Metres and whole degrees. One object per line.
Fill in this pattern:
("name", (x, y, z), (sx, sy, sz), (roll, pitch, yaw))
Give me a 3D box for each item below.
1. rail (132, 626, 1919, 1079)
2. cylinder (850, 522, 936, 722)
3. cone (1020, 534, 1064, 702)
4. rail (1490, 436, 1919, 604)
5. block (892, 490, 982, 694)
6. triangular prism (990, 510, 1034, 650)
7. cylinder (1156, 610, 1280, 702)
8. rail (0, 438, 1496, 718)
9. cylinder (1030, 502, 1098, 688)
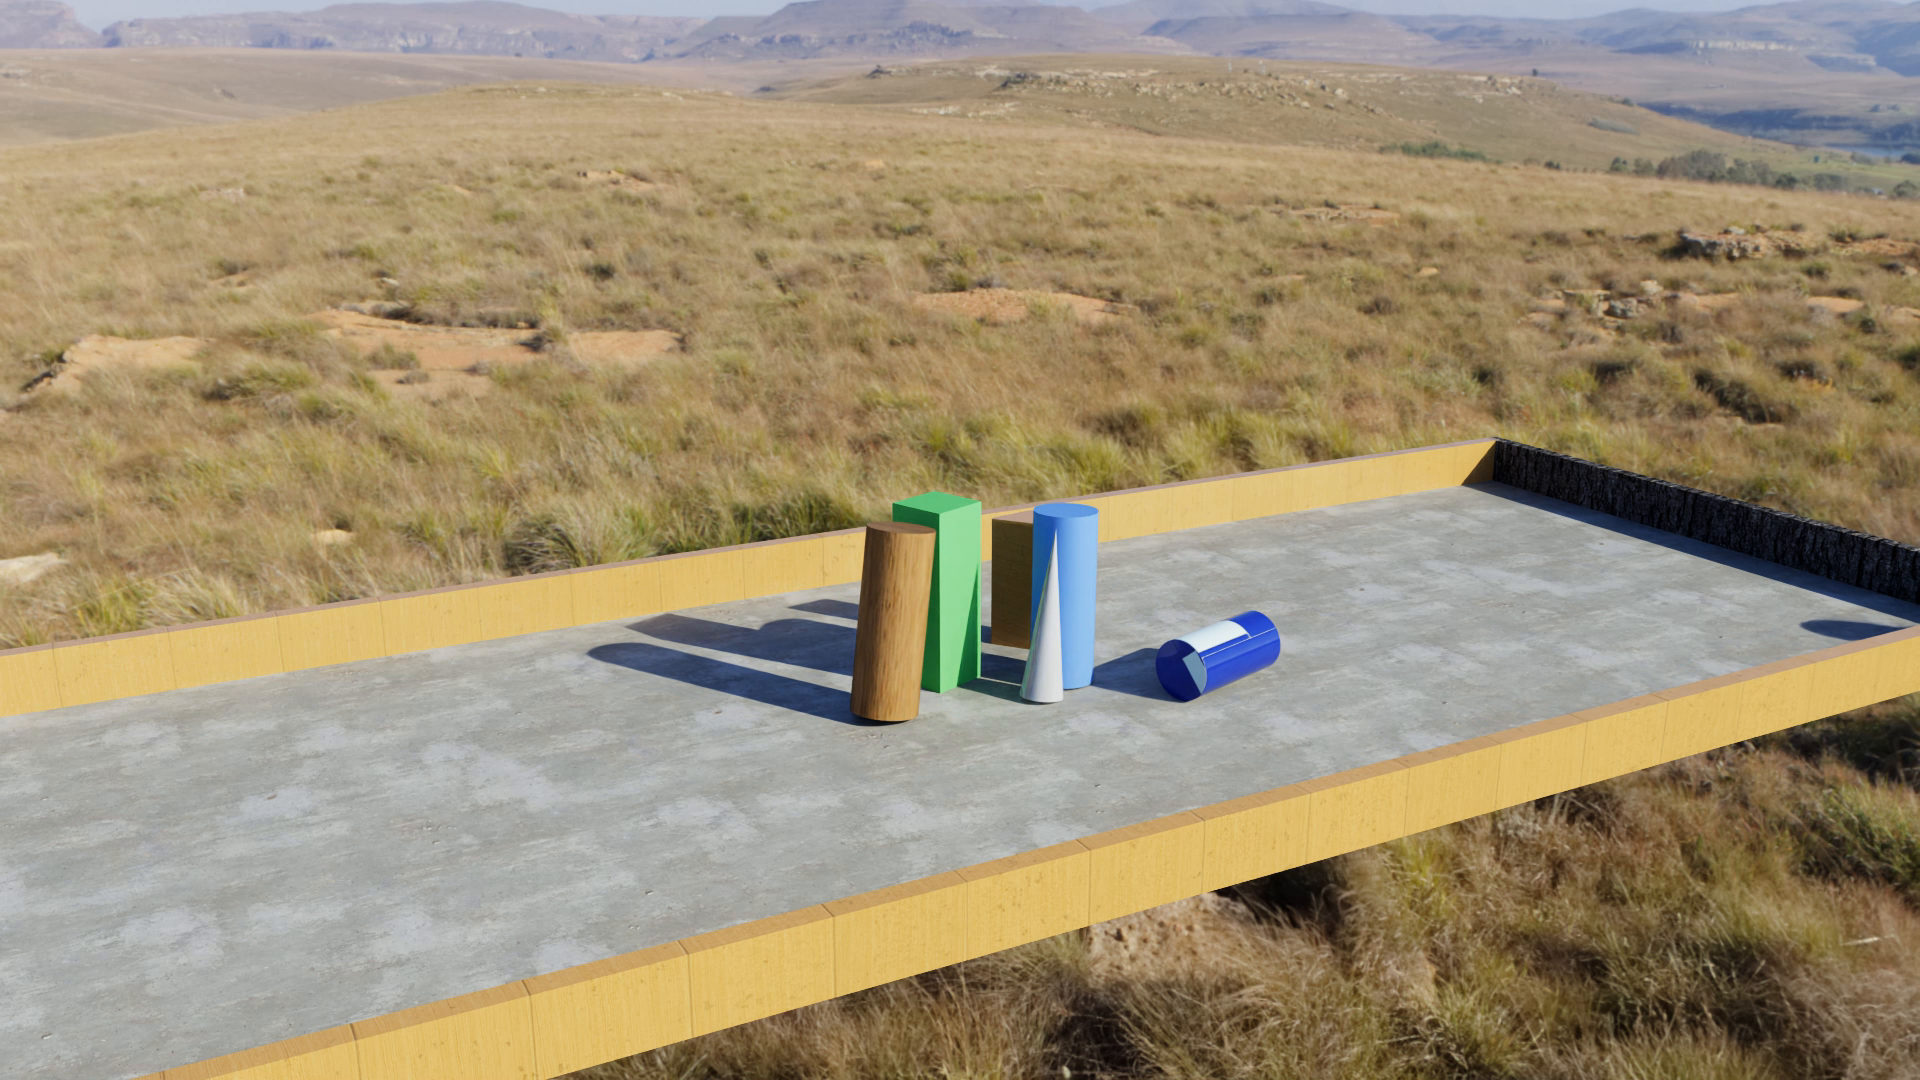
("rail", (-2.336, 1.006, 1.665), (12.000, 0.150, 0.050), (-9, 18, -27))
("cylinder", (-0.159, 0.189, 3.887), (0.164, 0.444, 0.164), (6, 9, -1))
("cone", (0.215, 0.178, 3.995), (0.108, 0.415, 0.108), (4, 10, -1))
("rail", (2.466, -0.048, 5.253), (0.050, 0.150, 2.100), (-9, 18, -27))
("block", (-0.057, 0.128, 4.106), (0.154, 0.460, 0.154), (14, 21, 39))
("triangular prism", (0.168, 0.102, 4.389), (0.136, 0.348, 0.117), (7, 18, 23))
("cylinder", (0.645, 0.286, 4.109), (0.155, 0.155, 0.309), (16, 23, 43))
("rail", (-3.305, 0.497, 3.399), (12.000, 0.150, 0.050), (-9, 18, -27))
("cylinder", (0.258, 0.138, 4.103), (0.161, 0.435, 0.161), (1, 14, 0))
